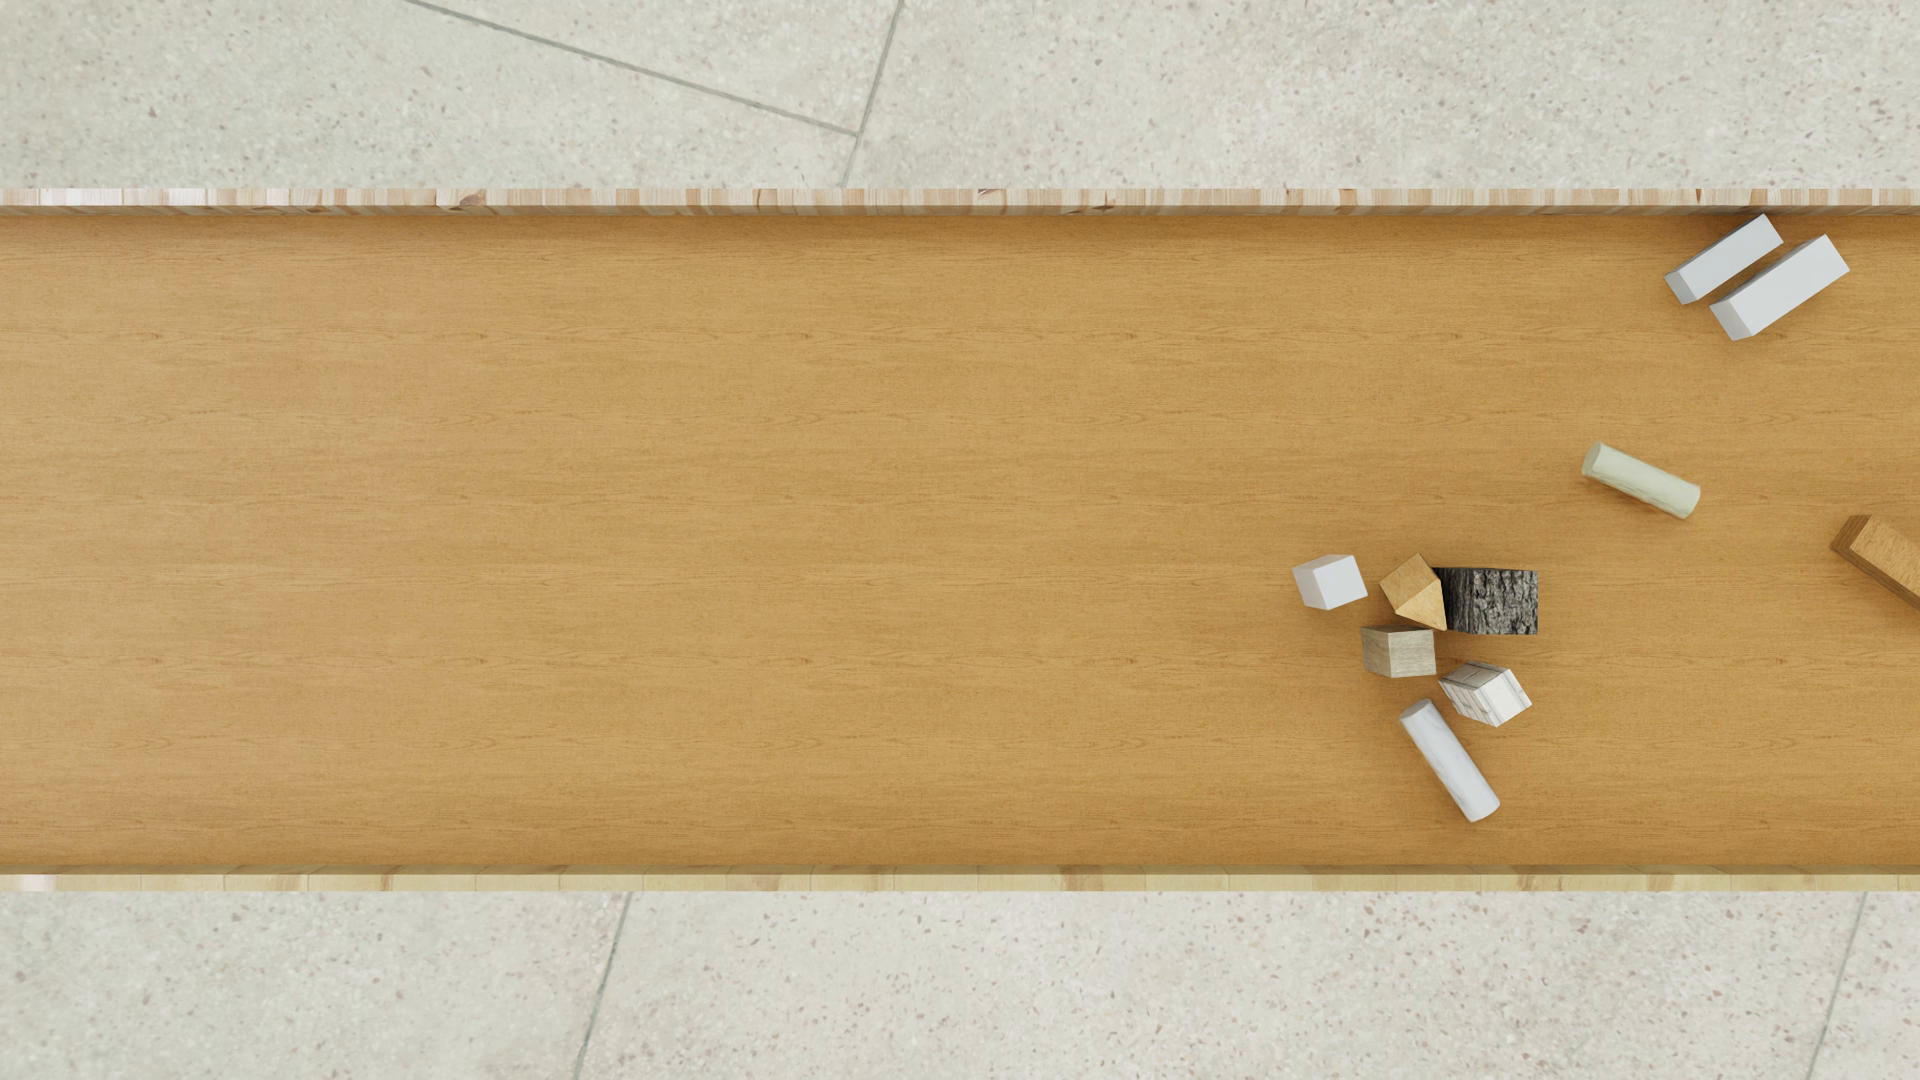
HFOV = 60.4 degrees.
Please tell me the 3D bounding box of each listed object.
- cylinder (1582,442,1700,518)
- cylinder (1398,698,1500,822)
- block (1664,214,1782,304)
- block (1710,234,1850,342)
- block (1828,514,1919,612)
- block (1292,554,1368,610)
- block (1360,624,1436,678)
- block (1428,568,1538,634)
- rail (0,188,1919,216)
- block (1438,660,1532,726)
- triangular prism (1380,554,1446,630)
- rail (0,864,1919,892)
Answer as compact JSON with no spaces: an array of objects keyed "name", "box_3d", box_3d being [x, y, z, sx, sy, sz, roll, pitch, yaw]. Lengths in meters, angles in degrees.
[{"name":"cylinder","box_3d":[2.073,-0.182,5.024,0.329,0.105,0.105,24,90,0]},{"name":"cylinder","box_3d":[1.489,0.670,5.021,0.110,0.110,0.377,-35,90,0]},{"name":"block","box_3d":[2.324,-0.854,5.024,0.312,0.105,0.105,-34,90,0]},{"name":"block","box_3d":[2.487,-0.765,5.011,0.352,0.131,0.131,-34,90,0]},{"name":"block","box_3d":[2.885,0.099,5.016,0.435,0.121,0.121,35,90,0]},{"name":"block","box_3d":[1.099,0.123,4.920,0.124,0.314,0.124,-20,90,0]},{"name":"block","box_3d":[1.303,0.328,4.915,0.130,0.324,0.130,-5,90,0]},{"name":"block","box_3d":[1.529,0.175,4.847,0.179,0.458,0.179,0,90,0]},{"name":"rail","box_3d":[-2.247,-1.025,5.002,12.000,0.150,0.050,0,90,0]},{"name":"block","box_3d":[1.554,0.452,4.898,0.121,0.357,0.121,-33,90,0]},{"name":"triangular prism","box_3d":[1.370,0.137,4.911,0.155,0.305,0.134,20,105,0]},{"name":"rail","box_3d":[-2.247,1.025,5.001,12.000,0.150,0.050,0,90,0]}]
